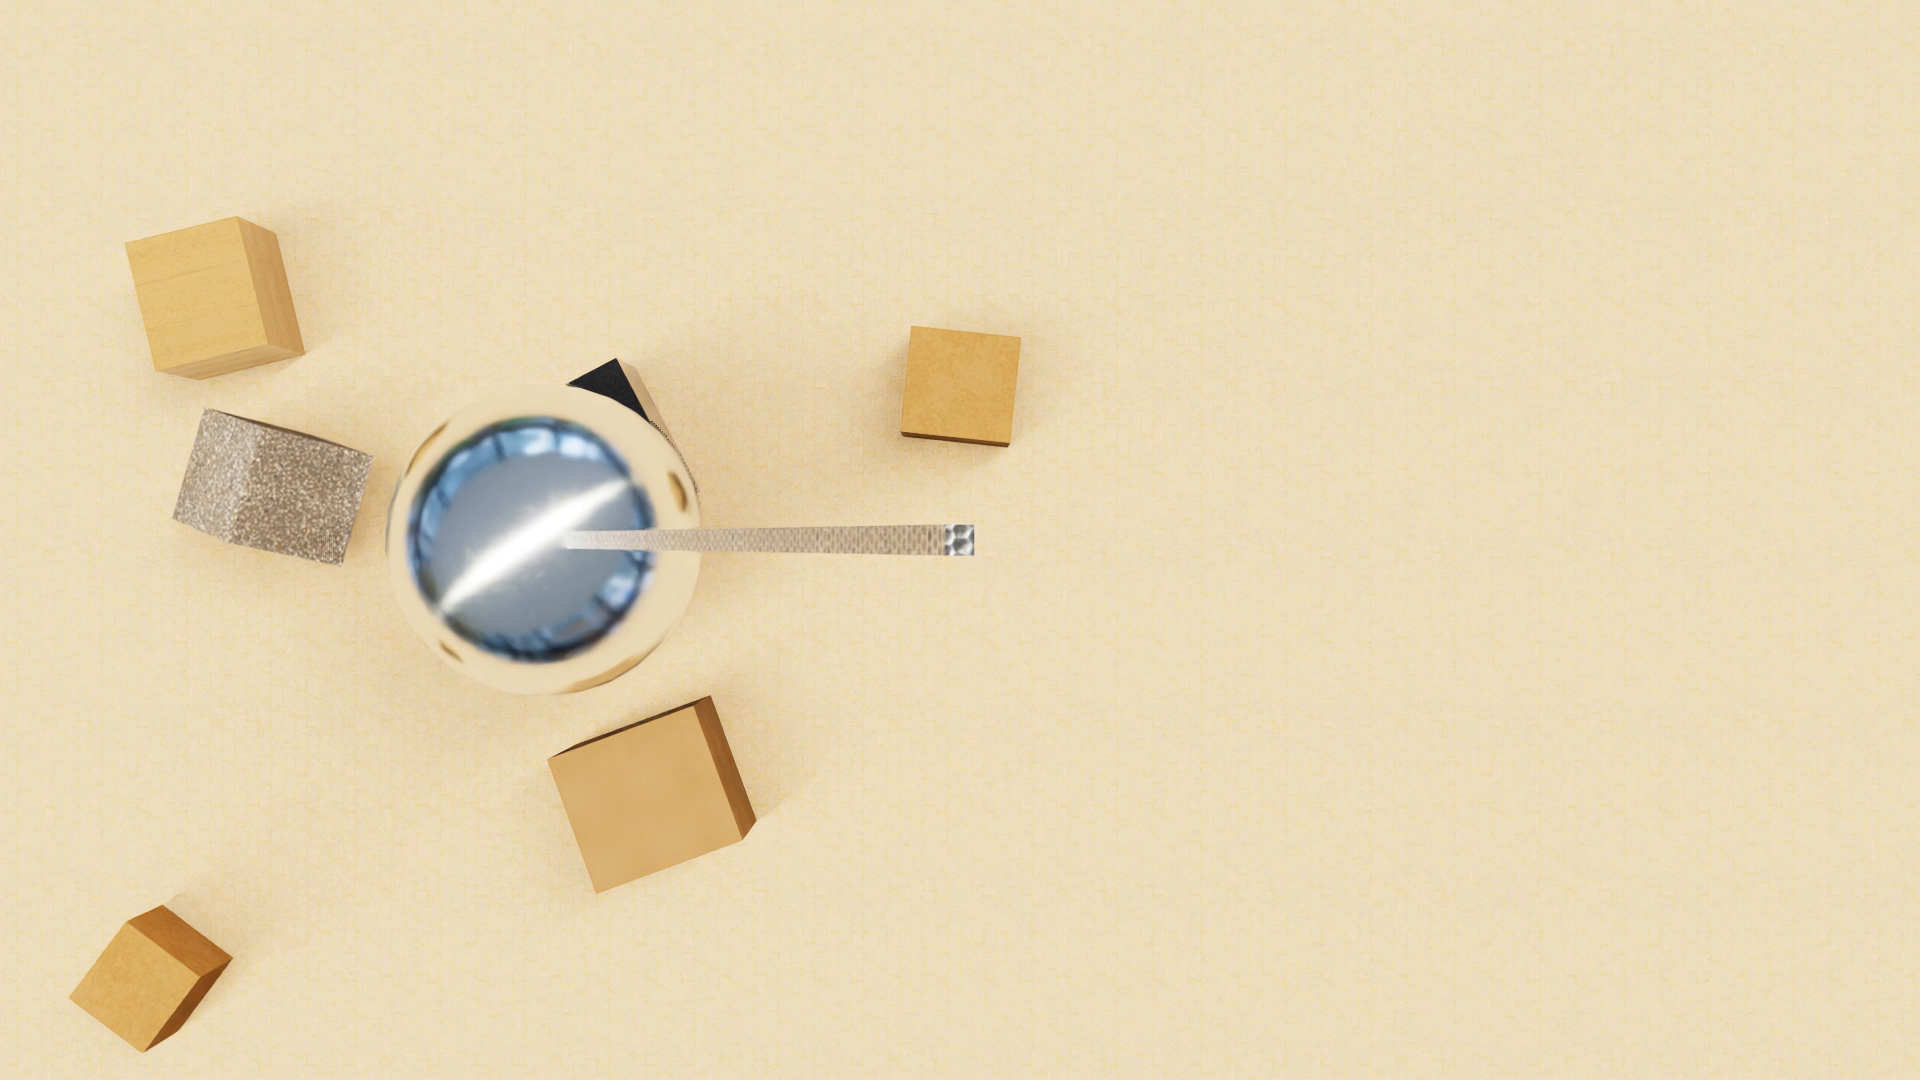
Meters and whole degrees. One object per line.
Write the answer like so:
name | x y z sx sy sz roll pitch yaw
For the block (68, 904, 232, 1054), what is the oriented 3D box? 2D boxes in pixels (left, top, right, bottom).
block | -4.668 2.529 12.714 0.525 0.572 0.542 37 90 0

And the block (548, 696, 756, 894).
block | -1.742 1.436 12.573 0.861 0.854 0.793 -20 90 0

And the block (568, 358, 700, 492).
block | -2.089 -0.461 12.628 0.824 0.745 0.822 -28 90 0

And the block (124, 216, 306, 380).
block | -4.269 -1.378 12.645 0.646 0.711 0.738 -14 90 0

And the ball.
ball | -2.118 0.000 11.243 1.600 1.600 1.600 0 90 0

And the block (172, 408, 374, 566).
block | -3.907 -0.301 12.511 0.656 0.724 0.660 16 90 42

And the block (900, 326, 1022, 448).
block | 0.003 -0.876 12.684 0.624 0.633 0.598 6 90 0

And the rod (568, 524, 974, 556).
rod | -0.918 0.000 8.062 0.080 5.200 0.080 0 90 -21
